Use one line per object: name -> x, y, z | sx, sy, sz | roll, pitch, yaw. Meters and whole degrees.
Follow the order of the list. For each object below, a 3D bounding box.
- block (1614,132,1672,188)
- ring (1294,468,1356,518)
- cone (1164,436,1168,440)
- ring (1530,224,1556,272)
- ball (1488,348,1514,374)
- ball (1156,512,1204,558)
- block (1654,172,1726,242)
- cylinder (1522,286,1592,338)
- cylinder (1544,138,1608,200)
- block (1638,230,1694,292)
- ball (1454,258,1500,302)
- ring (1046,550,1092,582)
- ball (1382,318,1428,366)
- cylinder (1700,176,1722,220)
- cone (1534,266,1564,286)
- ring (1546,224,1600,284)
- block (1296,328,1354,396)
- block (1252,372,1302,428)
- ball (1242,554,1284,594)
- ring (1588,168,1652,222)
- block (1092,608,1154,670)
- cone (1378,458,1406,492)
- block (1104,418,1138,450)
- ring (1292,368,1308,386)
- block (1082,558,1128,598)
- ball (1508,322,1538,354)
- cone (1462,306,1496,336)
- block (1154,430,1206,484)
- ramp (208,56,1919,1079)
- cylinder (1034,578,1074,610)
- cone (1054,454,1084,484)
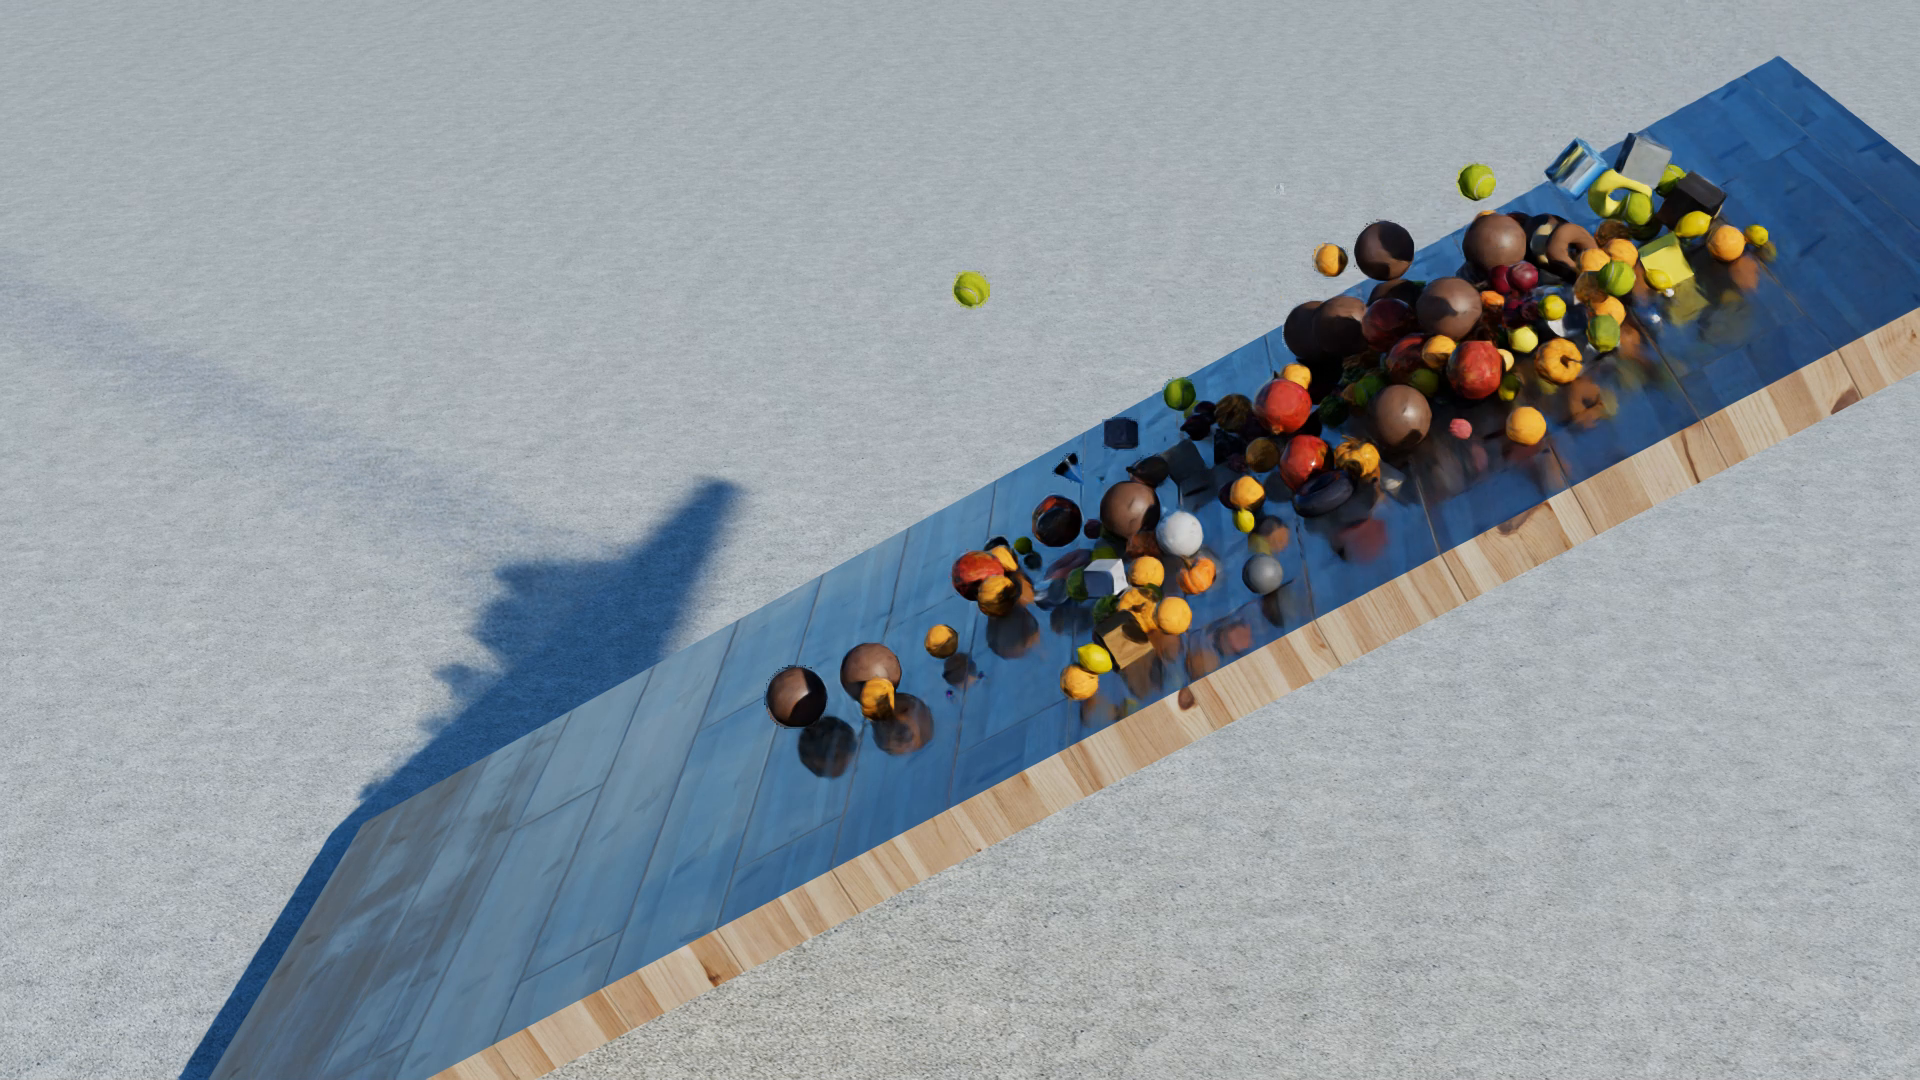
block -> 1.375, -0.765, 5.923 | 0.079, 0.079, 0.079 | 20, 18, -4
ring -> 0.708, -0.091, 5.707 | 0.136, 0.045, 0.136 | -29, 15, 8
cone -> 0.467, -0.206, 6.541 | 0.061, 0.061, 0.061 | -29, 15, 8
ring -> 1.225, -0.605, 6.105 | 0.104, 0.104, 0.035 | -17, 3, -40
ball -> 1.072, -0.354, 5.829 | 0.051, 0.051, 0.051 | 0, 19, 0
ball -> 0.439, -0.010, 5.880 | 0.094, 0.094, 0.094 | 0, 19, 0
block -> 1.467, -0.669, 5.906 | 0.087, 0.087, 0.087 | 39, 43, 16
cylinder -> 1.176, -0.451, 5.804 | 0.100, 0.100, 0.100 | -6, 7, -17
cylinder -> 1.241, -0.747, 5.922 | 0.089, 0.089, 0.089 | 33, 26, -18
block -> 1.387, -0.547, 5.776 | 0.077, 0.077, 0.077 | -27, 15, 20
ball -> 1.075, -0.540, 6.108 | 0.094, 0.094, 0.094 | 0, 19, 0
ring -> 0.229, 0.061, 6.191 | 0.112, 0.037, 0.112 | -30, 16, 9
ball -> 0.922, -0.410, 6.094 | 0.096, 0.096, 0.096 | 0, 19, 0
cylinder -> 1.510, -0.694, 6.000 | 0.078, 0.078, 0.078 | 2, 21, 6
cone -> 1.168, -0.528, 5.892 | 0.057, 0.057, 0.057 | -17, 65, -41
ring -> 1.249, -0.583, 5.992 | 0.128, 0.128, 0.043 | -12, -6, -31
block -> 0.796, -0.388, 6.415 | 0.093, 0.093, 0.093 | -28, 15, 14
block -> 0.681, -0.302, 6.326 | 0.072, 0.072, 0.072 | 30, 44, -14
ball -> 0.559, 0.063, 5.433 | 0.076, 0.076, 0.076 | 0, 19, 0
ring -> 1.383, -0.724, 6.167 | 0.131, 0.131, 0.044 | 1, 44, 3
block -> 0.307, 0.186, 5.541 | 0.074, 0.074, 0.074 | -33, 14, -4
cone -> 0.812, -0.132, 5.604 | 0.058, 0.058, 0.058 | -29, 15, 8
block -> 0.371, -0.243, 6.751 | 0.057, 0.057, 0.057 | -7, -13, 30
ring -> 0.773, -0.373, 6.544 | 0.081, 0.027, 0.081 | -31, 14, 9
block -> 0.292, 0.077, 5.921 | 0.059, 0.059, 0.059 | 0, 25, 33
ball -> 1.112, -0.400, 5.809 | 0.061, 0.061, 0.061 | 0, 19, 0
cone -> 1.070, -0.440, 6.051 | 0.067, 0.067, 0.067 | 2, 25, 5
block -> 0.479, -0.180, 6.400 | 0.078, 0.078, 0.078 | -31, 14, 2
ramp -> 0.142, 0.168, 6.285 | 4.000, 0.100, 2.000 | -28, 15, 12
cylinder -> 0.192, 0.112, 6.031 | 0.063, 0.063, 0.063 | -10, 1, -27
cone -> 0.246, -0.142, 6.315 | 0.063, 0.063, 0.063 | 49, 39, 16
